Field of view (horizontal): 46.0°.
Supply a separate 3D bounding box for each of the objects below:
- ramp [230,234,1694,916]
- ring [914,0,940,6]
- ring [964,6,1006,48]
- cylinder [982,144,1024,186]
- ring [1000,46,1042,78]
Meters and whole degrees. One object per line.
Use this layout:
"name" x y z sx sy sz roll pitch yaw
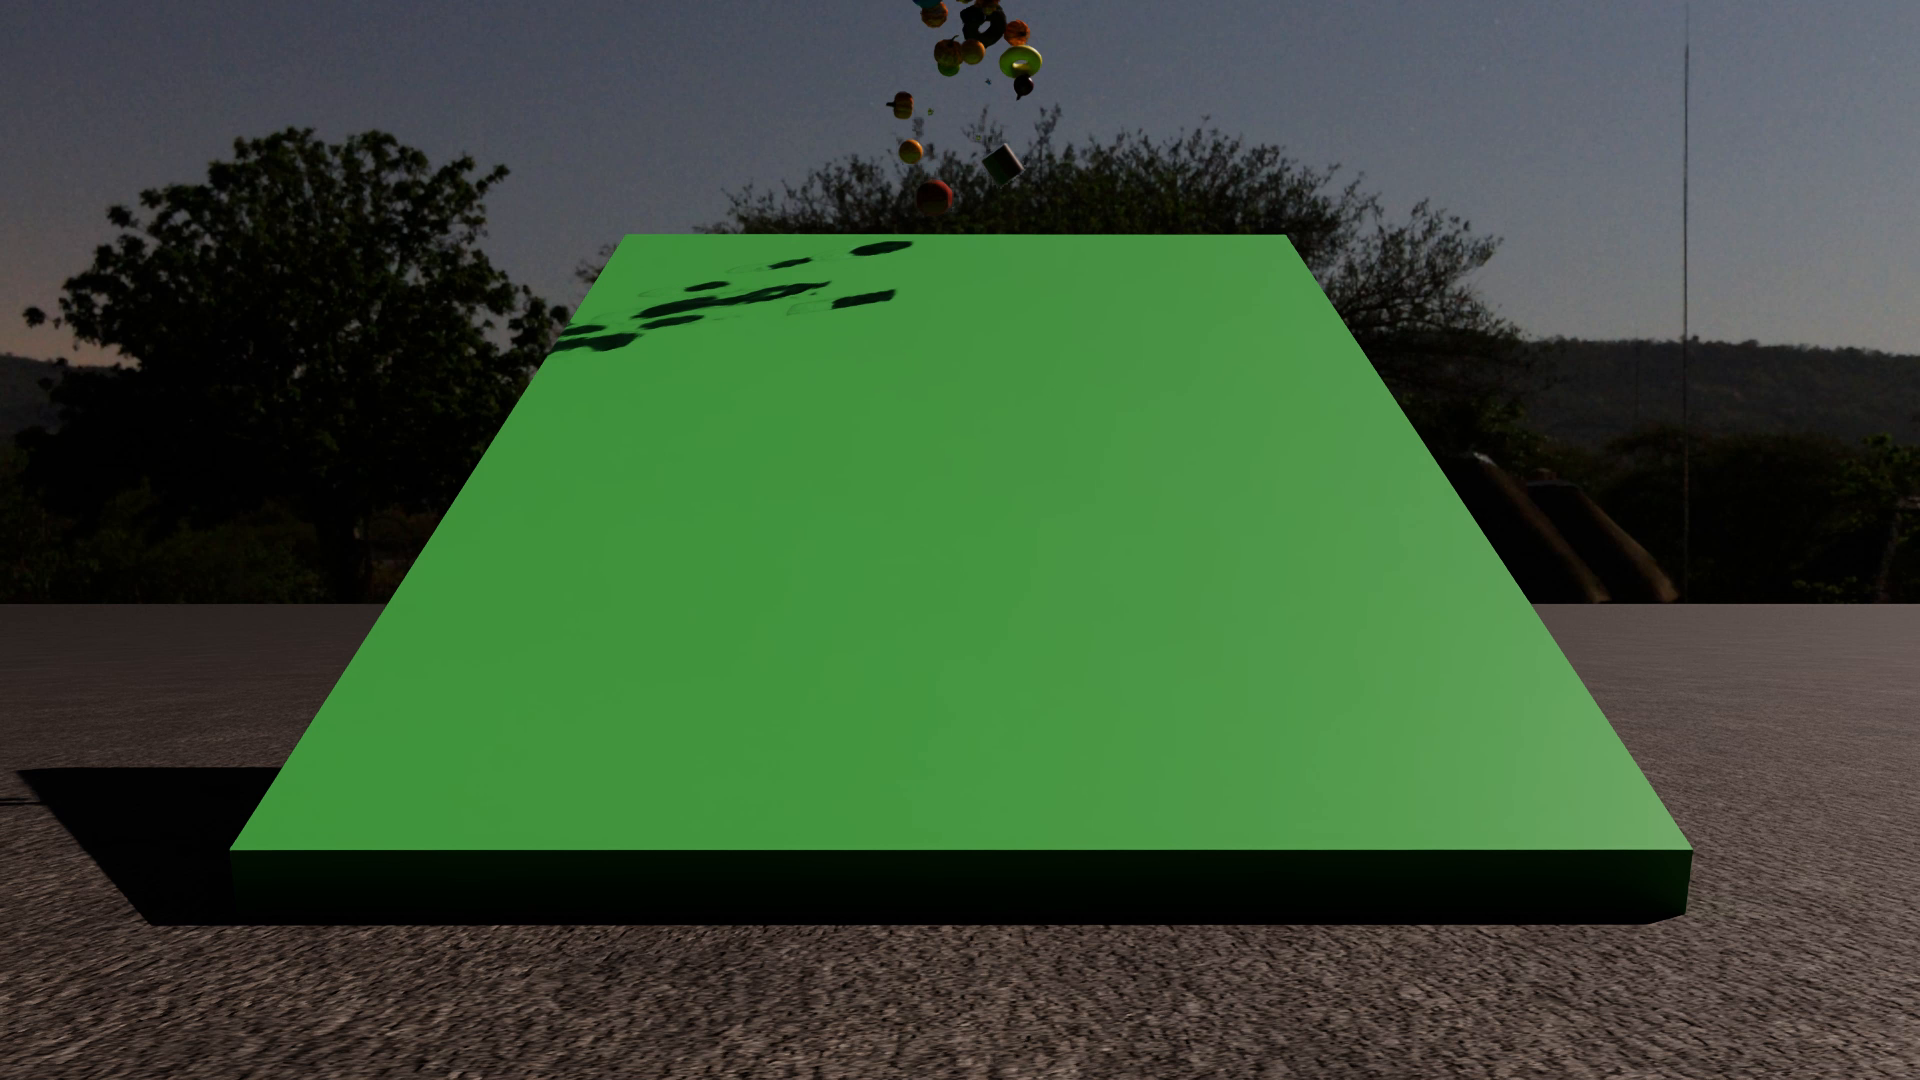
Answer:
"ramp" -0.005 -0.204 4.990 2.000 0.100 4.000 0 20 0
"ring" -0.088 -1.568 6.421 0.116 0.116 0.039 -1 -14 31
"ring" 0.073 -1.509 6.649 0.135 0.135 0.045 1 40 -31
"cylinder" 0.121 -1.059 6.380 0.088 0.088 0.088 -35 9 7
"ring" 0.179 -1.413 6.690 0.127 0.042 0.127 -3 -28 -2
